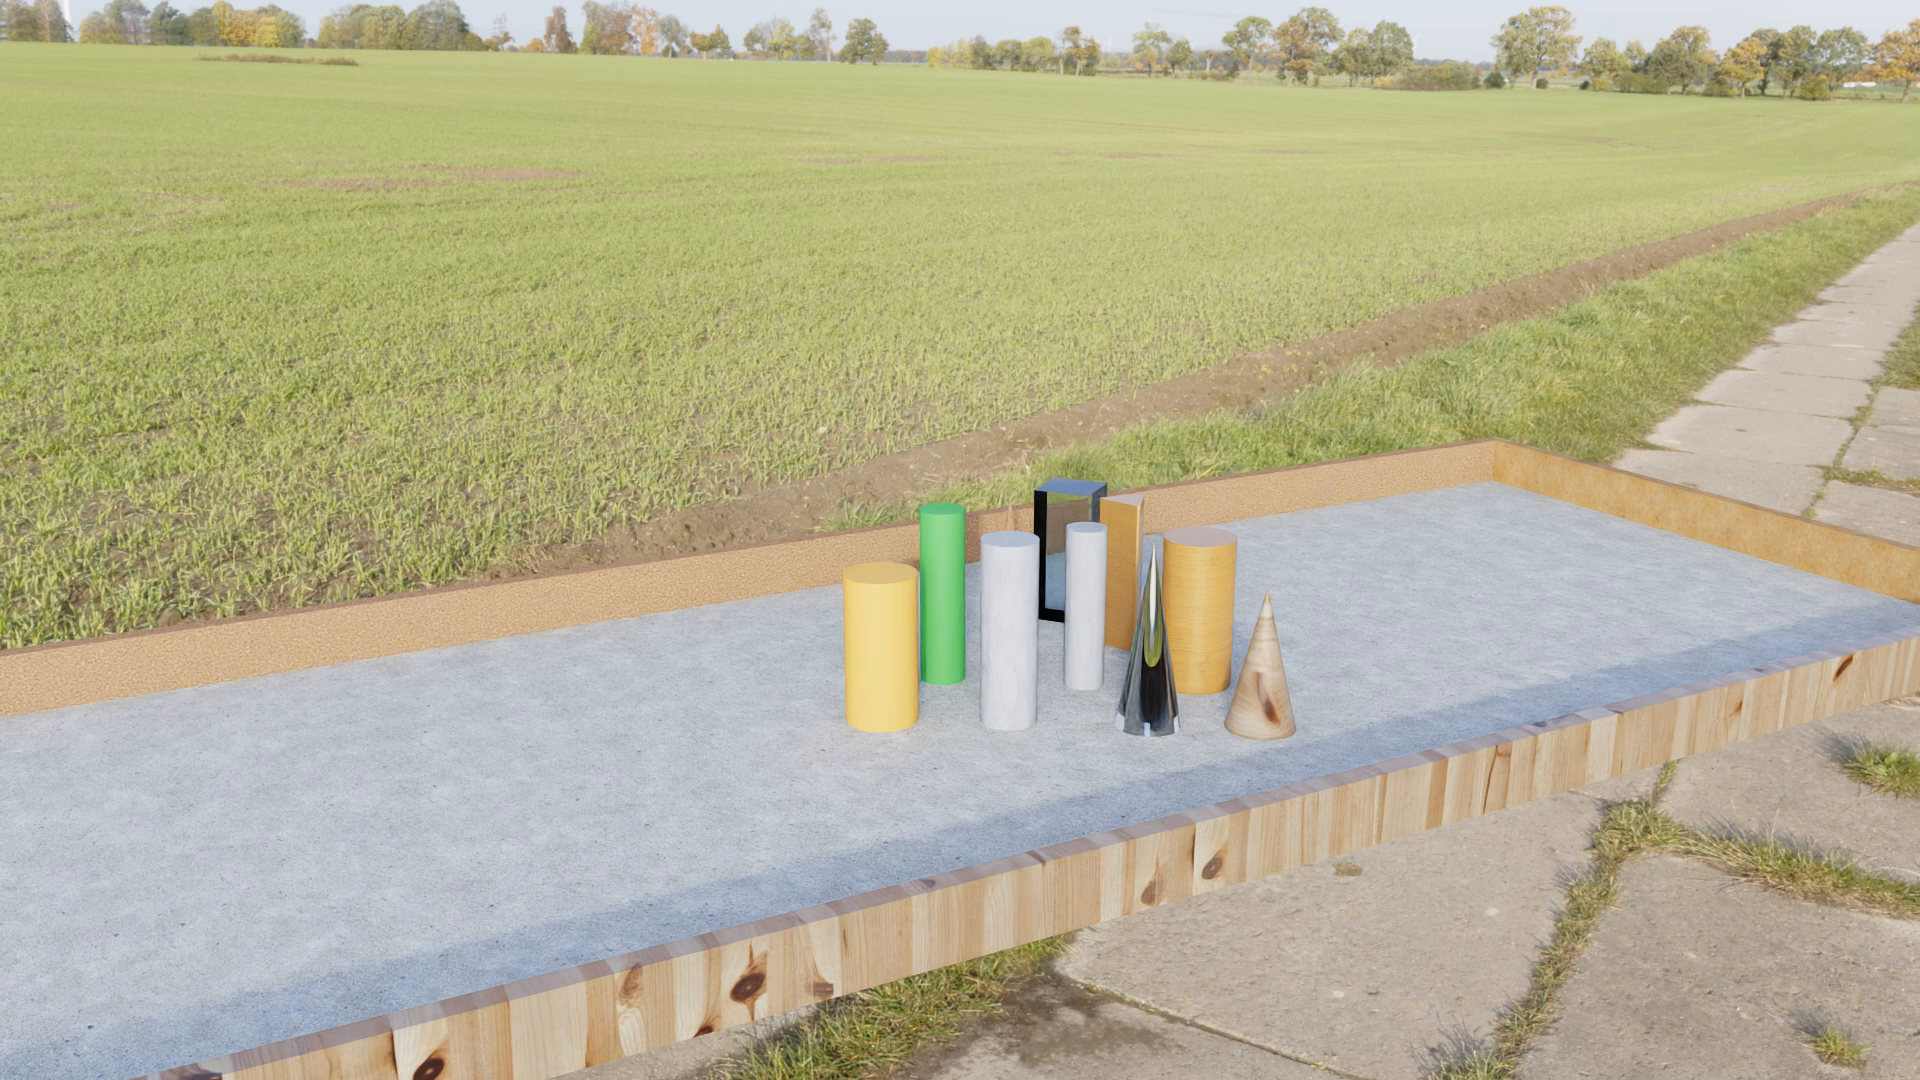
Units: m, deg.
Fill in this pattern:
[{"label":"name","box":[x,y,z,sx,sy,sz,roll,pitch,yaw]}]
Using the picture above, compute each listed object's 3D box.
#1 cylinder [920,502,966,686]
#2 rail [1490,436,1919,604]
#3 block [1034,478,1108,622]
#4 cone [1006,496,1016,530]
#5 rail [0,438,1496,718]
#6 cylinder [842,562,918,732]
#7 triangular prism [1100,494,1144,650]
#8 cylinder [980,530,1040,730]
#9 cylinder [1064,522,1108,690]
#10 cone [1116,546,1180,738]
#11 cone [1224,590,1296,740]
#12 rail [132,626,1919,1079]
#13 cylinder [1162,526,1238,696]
[{"label":"cylinder","box":[-0.044,0.135,4.112,0.112,0.442,0.112,0,16,0]},{"label":"rail","box":[2.466,-0.048,5.253,0.050,0.150,2.100,-9,18,-27]},{"label":"block","box":[0.306,0.030,4.594,0.157,0.371,0.157,7,18,23]},{"label":"cone","box":[0.130,0.086,4.308,0.118,0.425,0.118,0,16,0]},{"label":"rail","box":[-3.305,0.497,3.399,12.000,0.150,0.050,-9,18,-27]},{"label":"cylinder","box":[-0.185,0.249,3.865,0.173,0.362,0.173,0,16,0]},{"label":"triangular prism","box":[0.449,0.082,4.369,0.124,0.399,0.107,14,22,40]},{"label":"cylinder","box":[0.115,0.211,3.847,0.136,0.445,0.136,0,16,0]},{"label":"cylinder","box":[0.310,0.163,4.080,0.101,0.405,0.101,0,16,0]},{"label":"cone","box":[0.442,0.219,3.818,0.154,0.446,0.154,0,16,0]},{"label":"cone","box":[0.704,0.272,3.818,0.167,0.345,0.167,0,16,0]},{"label":"rail","box":[-2.336,1.006,1.665,12.000,0.150,0.050,-9,18,-27]},{"label":"cylinder","box":[0.588,0.174,4.089,0.180,0.380,0.180,0,16,0]}]
